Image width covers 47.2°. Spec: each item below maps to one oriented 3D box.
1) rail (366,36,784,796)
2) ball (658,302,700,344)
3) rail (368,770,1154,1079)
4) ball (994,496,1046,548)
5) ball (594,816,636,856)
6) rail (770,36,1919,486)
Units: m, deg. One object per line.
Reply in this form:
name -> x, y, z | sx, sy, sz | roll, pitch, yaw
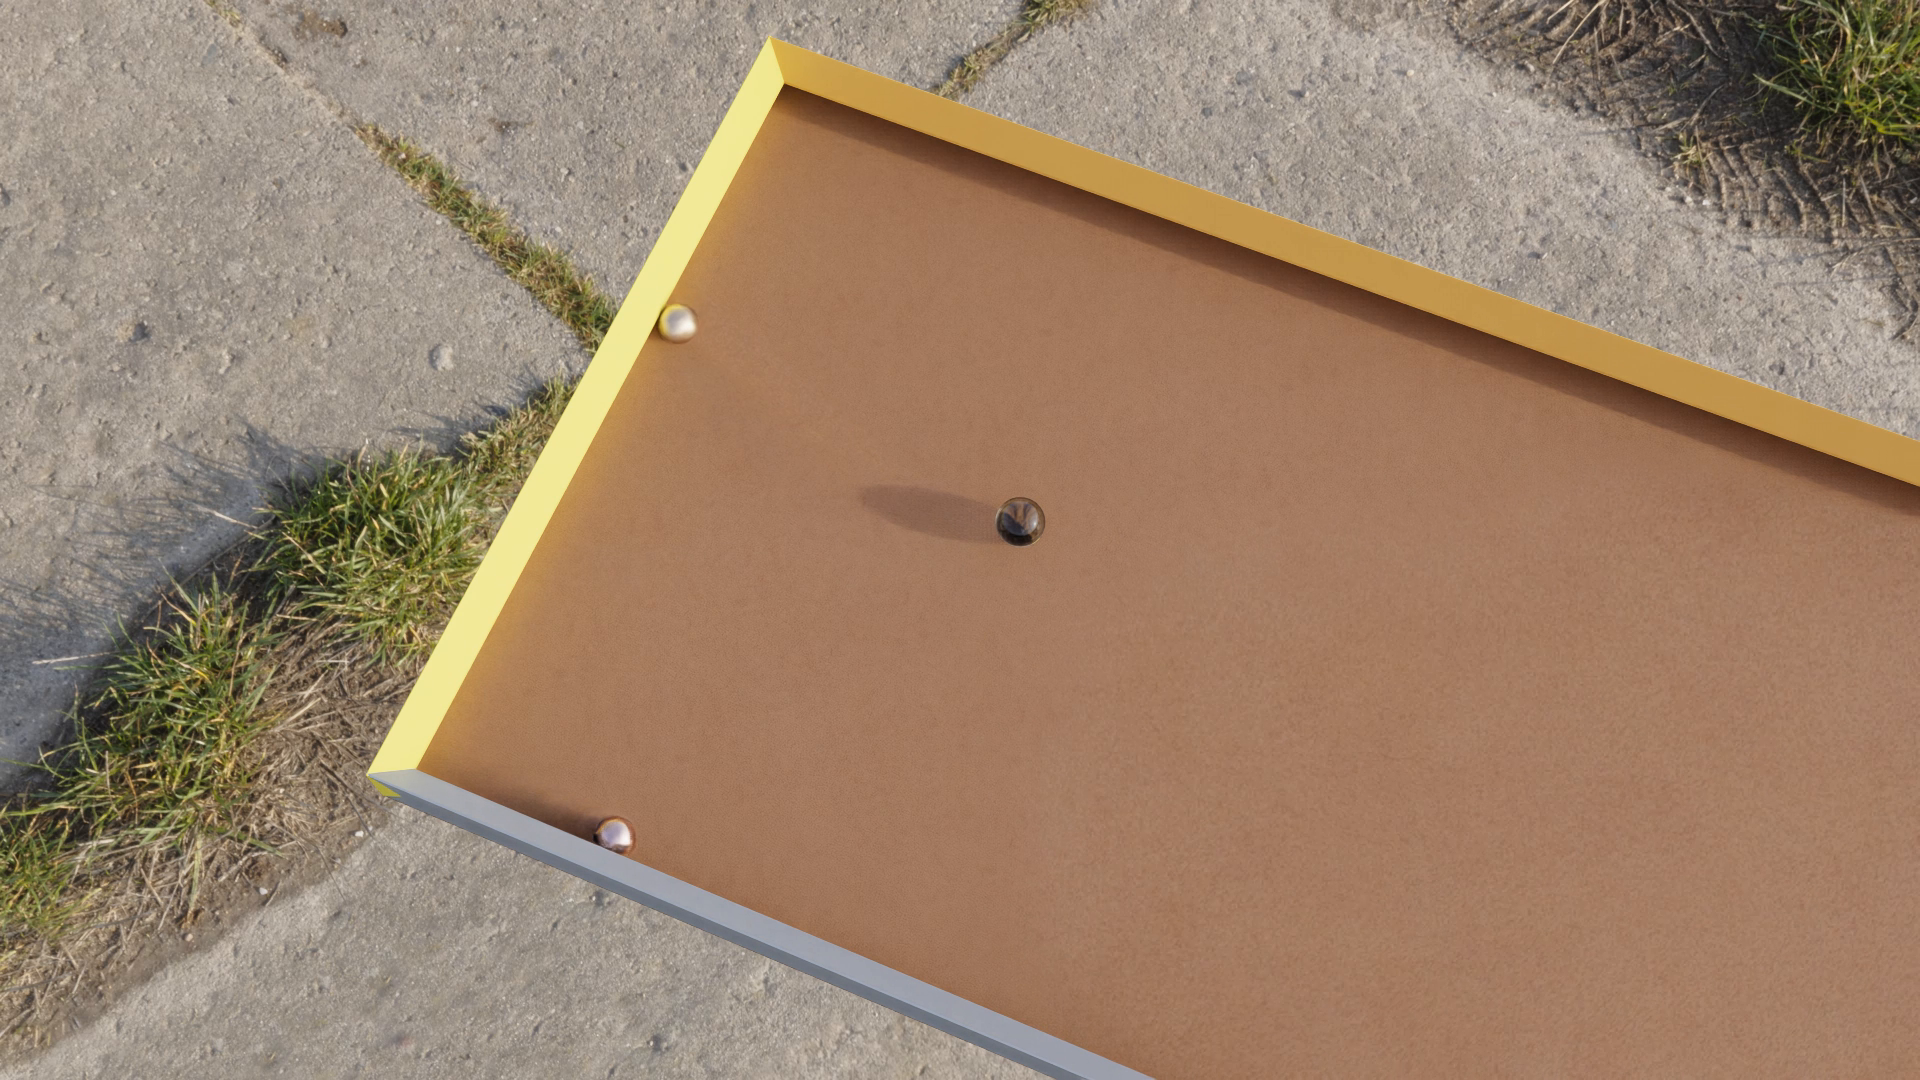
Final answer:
rail -> -0.589, -0.233, 3.596 | 0.045, 0.105, 1.445 | 21, 68, 9
ball -> -0.470, -0.362, 3.672 | 0.069, 0.069, 0.069 | 0, 67, 0
rail -> 0.341, 0.822, 3.145 | 2.649, 0.105, 0.045 | 21, 68, 9
ball -> 0.097, -0.029, 3.523 | 0.081, 0.081, 0.081 | 0, 67, 0
ball -> -0.521, 0.450, 3.328 | 0.064, 0.064, 0.064 | 0, 67, 0
rail -> 0.881, -0.364, 3.652 | 2.649, 0.105, 0.045 | 21, 68, 9
